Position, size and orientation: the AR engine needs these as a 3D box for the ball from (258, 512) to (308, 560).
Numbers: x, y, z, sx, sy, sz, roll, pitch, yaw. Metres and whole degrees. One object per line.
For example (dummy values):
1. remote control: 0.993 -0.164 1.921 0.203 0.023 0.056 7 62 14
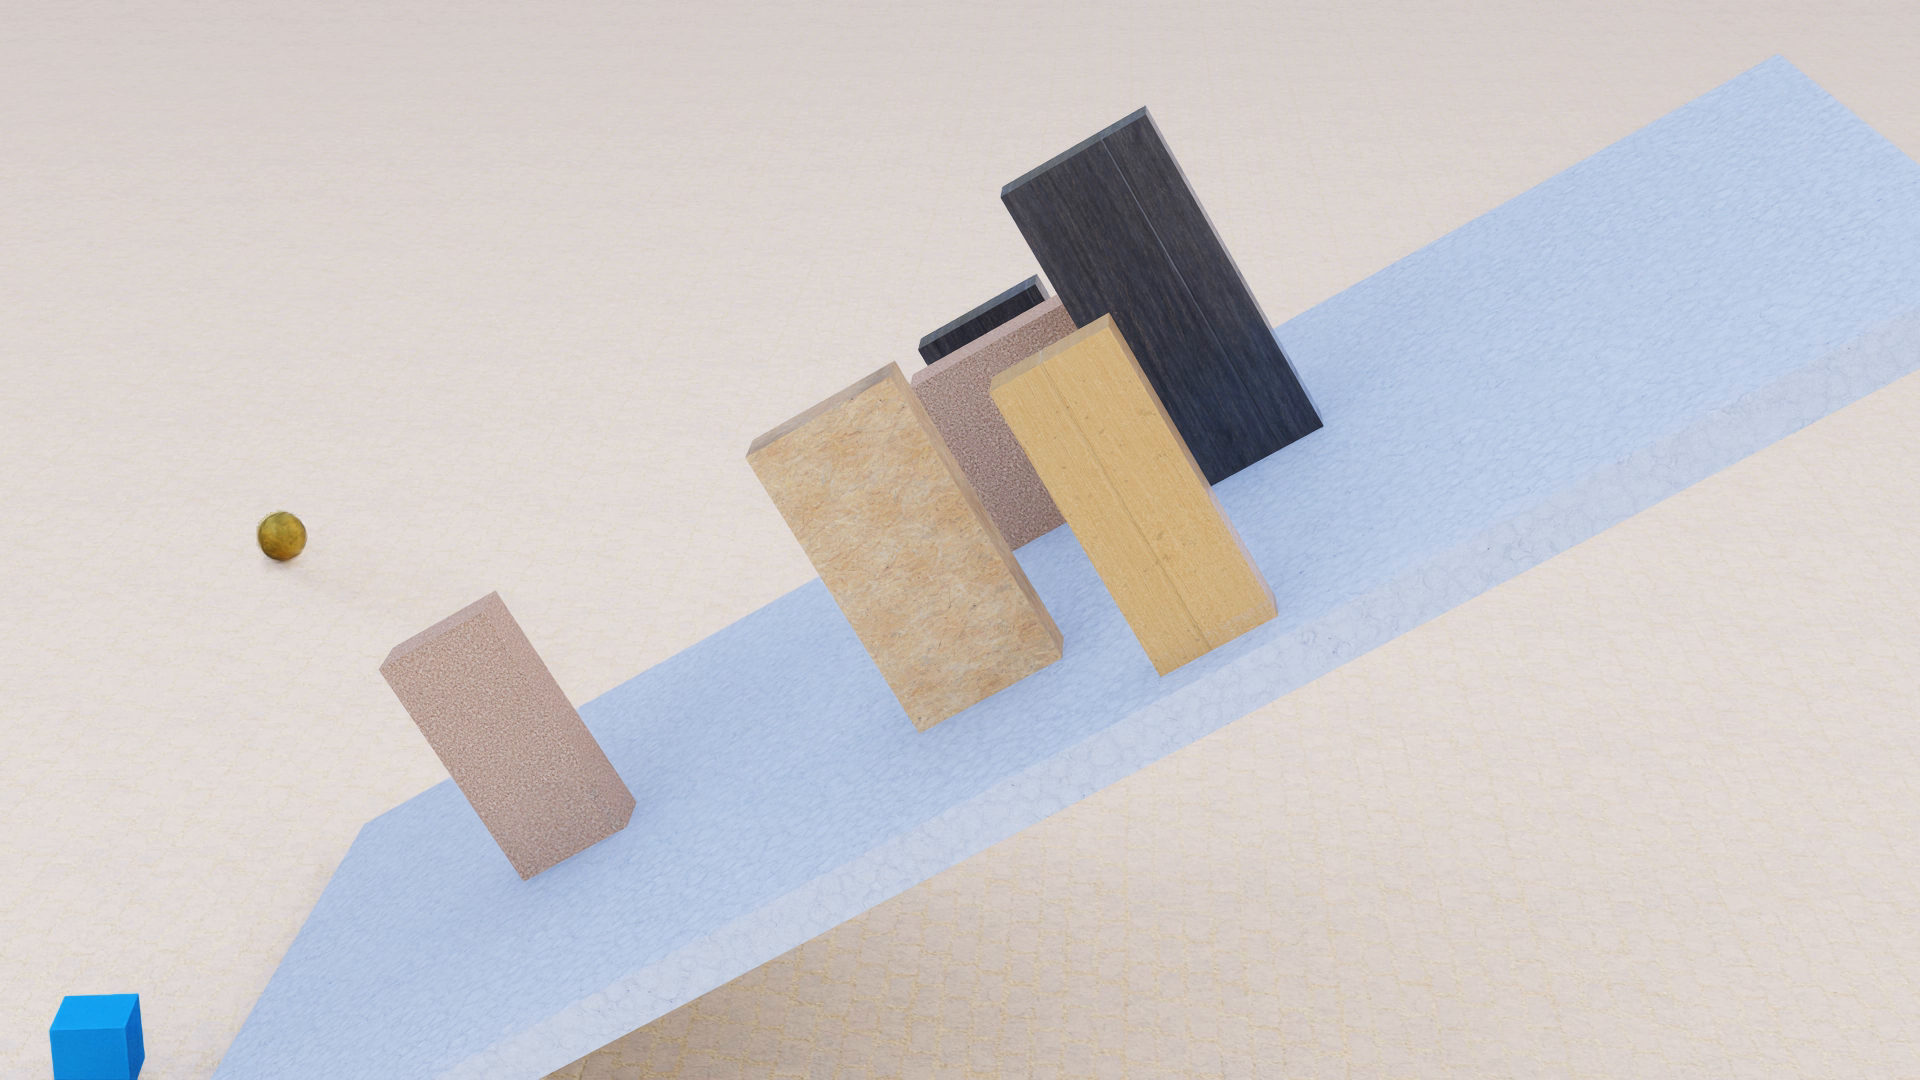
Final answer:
1. ball: -2.272 -0.012 9.860 0.163 0.163 0.163 0 19 0

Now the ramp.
1. ramp: 0.142 0.168 6.285 4.000 0.100 2.000 -28 15 12

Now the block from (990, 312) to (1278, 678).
1. block: 0.316 -0.078 5.303 0.243 0.619 0.100 -28 15 12

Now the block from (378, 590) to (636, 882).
1. block: -0.974 0.426 6.362 0.269 0.568 0.132 -28 15 12

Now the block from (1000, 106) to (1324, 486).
1. block: 0.426 -0.489 6.158 0.344 0.759 0.106 -28 15 12

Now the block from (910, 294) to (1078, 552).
1. block: 0.176 -0.265 6.568 0.405 0.439 0.126 -28 15 12

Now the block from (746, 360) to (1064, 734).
1. block: -0.103 0.017 5.765 0.327 0.657 0.119 -28 15 12

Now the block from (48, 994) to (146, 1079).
1. block: -1.913 1.119 6.525 0.163 0.163 0.163 -1 19 -4

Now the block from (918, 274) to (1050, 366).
1. block: 0.151 -0.353 6.914 0.316 0.436 0.105 -28 15 12
